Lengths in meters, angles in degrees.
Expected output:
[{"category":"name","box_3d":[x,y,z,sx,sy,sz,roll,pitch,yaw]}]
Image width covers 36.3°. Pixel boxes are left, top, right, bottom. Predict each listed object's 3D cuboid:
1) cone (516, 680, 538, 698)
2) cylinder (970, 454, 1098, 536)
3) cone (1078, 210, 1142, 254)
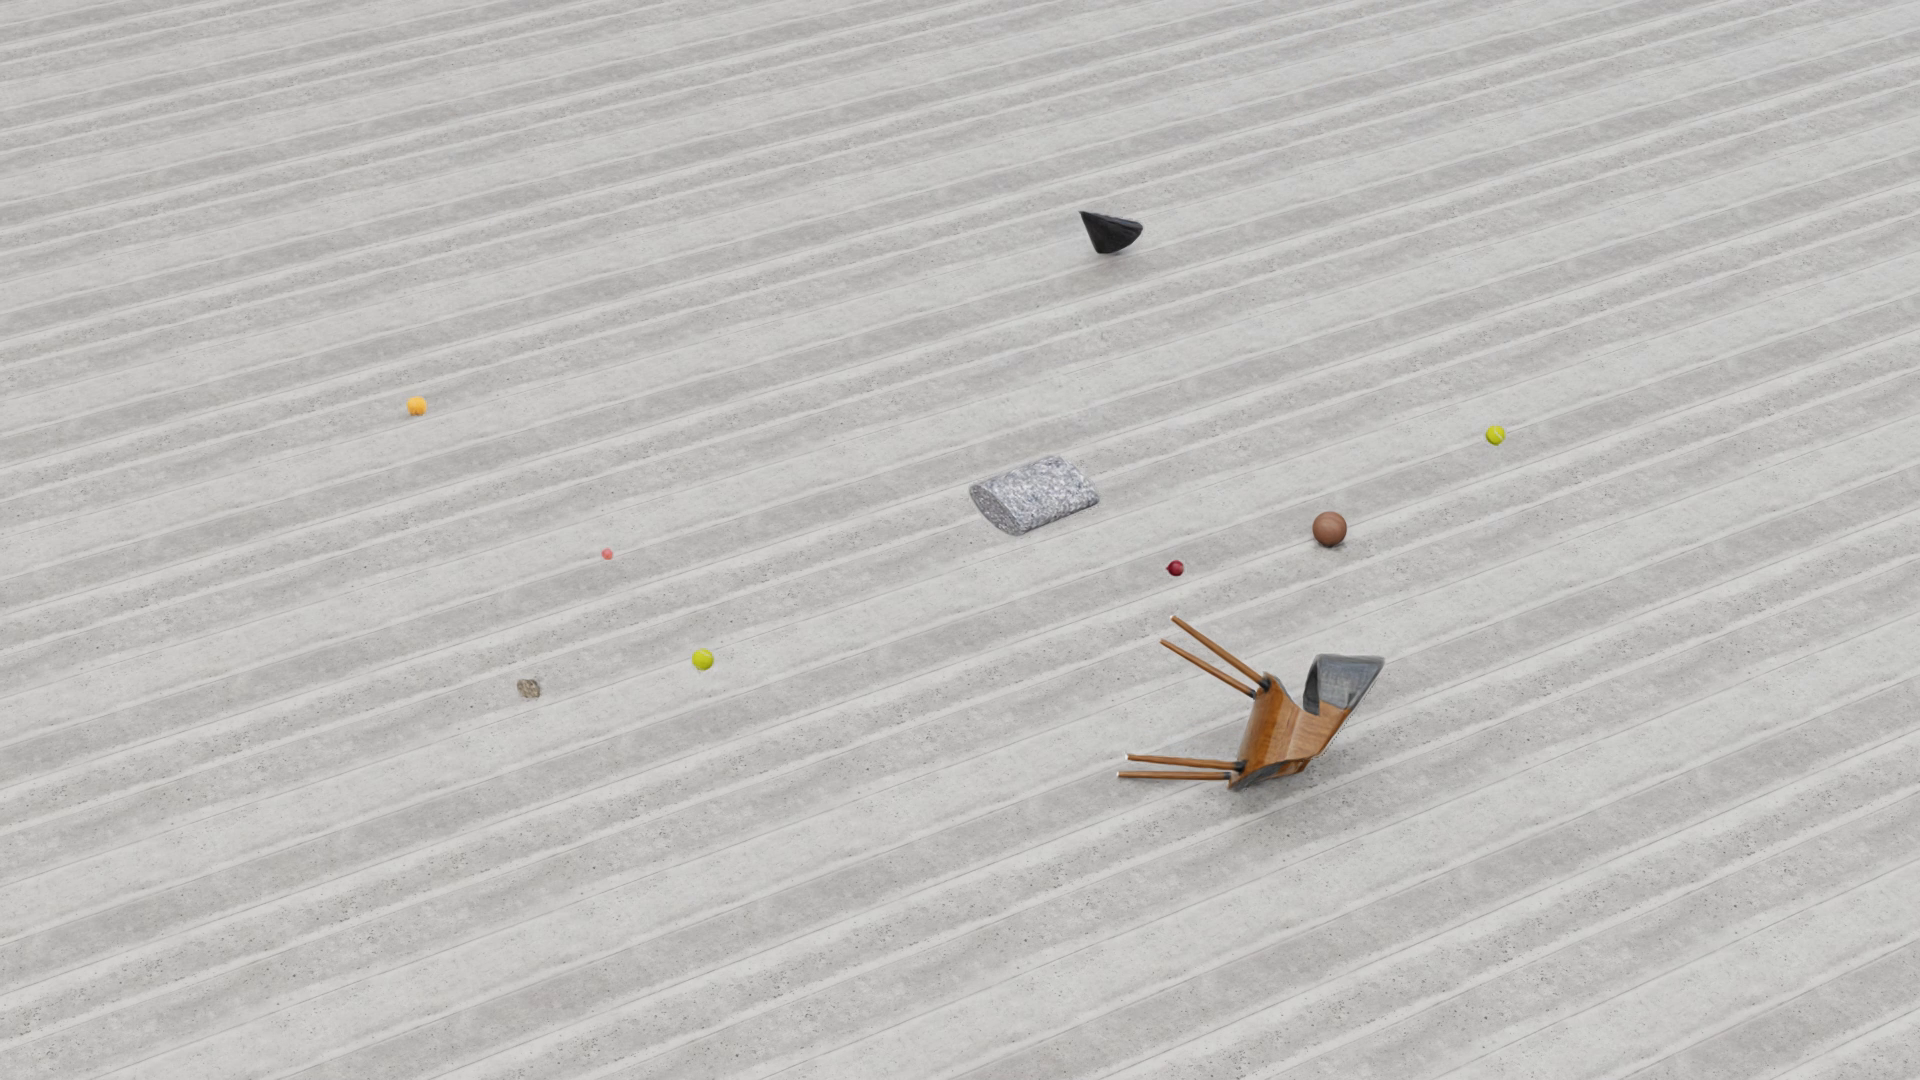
[{"category":"cone","box_3d":[-1.481,0.500,10.157,0.085,0.061,0.103,32,19,2]},{"category":"cylinder","box_3d":[0.253,-0.154,10.055,0.322,0.130,0.319,-22,37,-25]},{"category":"cone","box_3d":[0.599,-1.369,12.699,0.258,0.303,0.134,-19,61,32]}]
